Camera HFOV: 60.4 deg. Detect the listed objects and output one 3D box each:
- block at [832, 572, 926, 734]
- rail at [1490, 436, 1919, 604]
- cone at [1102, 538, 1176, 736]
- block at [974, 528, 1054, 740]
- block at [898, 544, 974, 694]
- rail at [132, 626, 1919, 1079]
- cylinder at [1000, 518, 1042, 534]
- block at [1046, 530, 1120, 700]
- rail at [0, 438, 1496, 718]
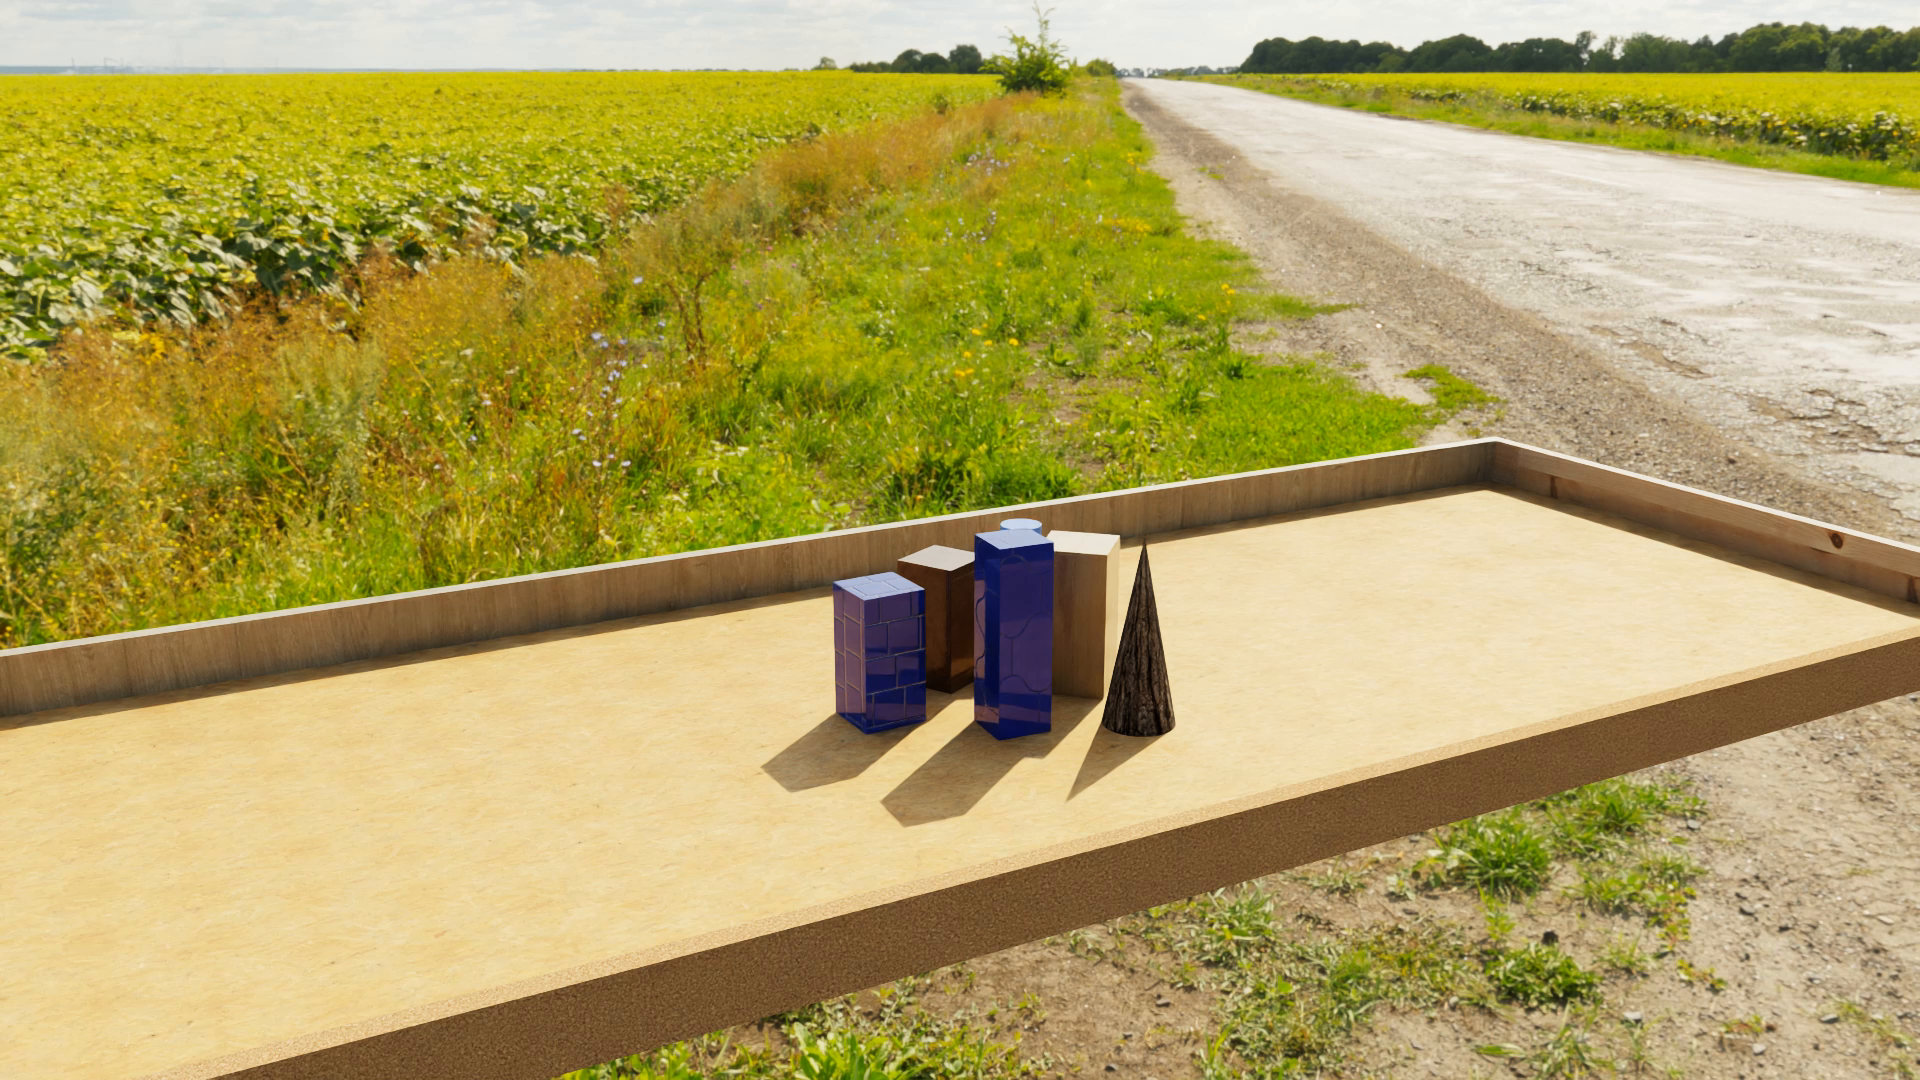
[{"bbox_3d":[-0.189,0.263,3.878,0.158,0.328,0.158,-10,19,-29],"label":"block"},{"bbox_3d":[2.466,-0.048,5.253,0.050,0.150,2.100,-9,18,-27],"label":"rail"},{"bbox_3d":[0.422,0.211,3.827,0.174,0.457,0.174,0,16,0],"label":"cone"},{"bbox_3d":[0.122,0.216,3.808,0.135,0.459,0.135,-7,18,-23],"label":"block"},{"bbox_3d":[-0.043,0.196,4.124,0.159,0.318,0.159,11,20,33],"label":"block"},{"bbox_3d":[-2.336,1.006,1.665,12.000,0.150,0.050,-9,18,-27],"label":"rail"},{"bbox_3d":[0.159,0.121,4.344,0.108,0.338,0.108,0,16,0],"label":"cylinder"},{"bbox_3d":[0.290,0.183,4.080,0.173,0.368,0.173,4,17,15],"label":"block"},{"bbox_3d":[-3.305,0.497,3.399,12.000,0.150,0.050,-9,18,-27],"label":"rail"}]
